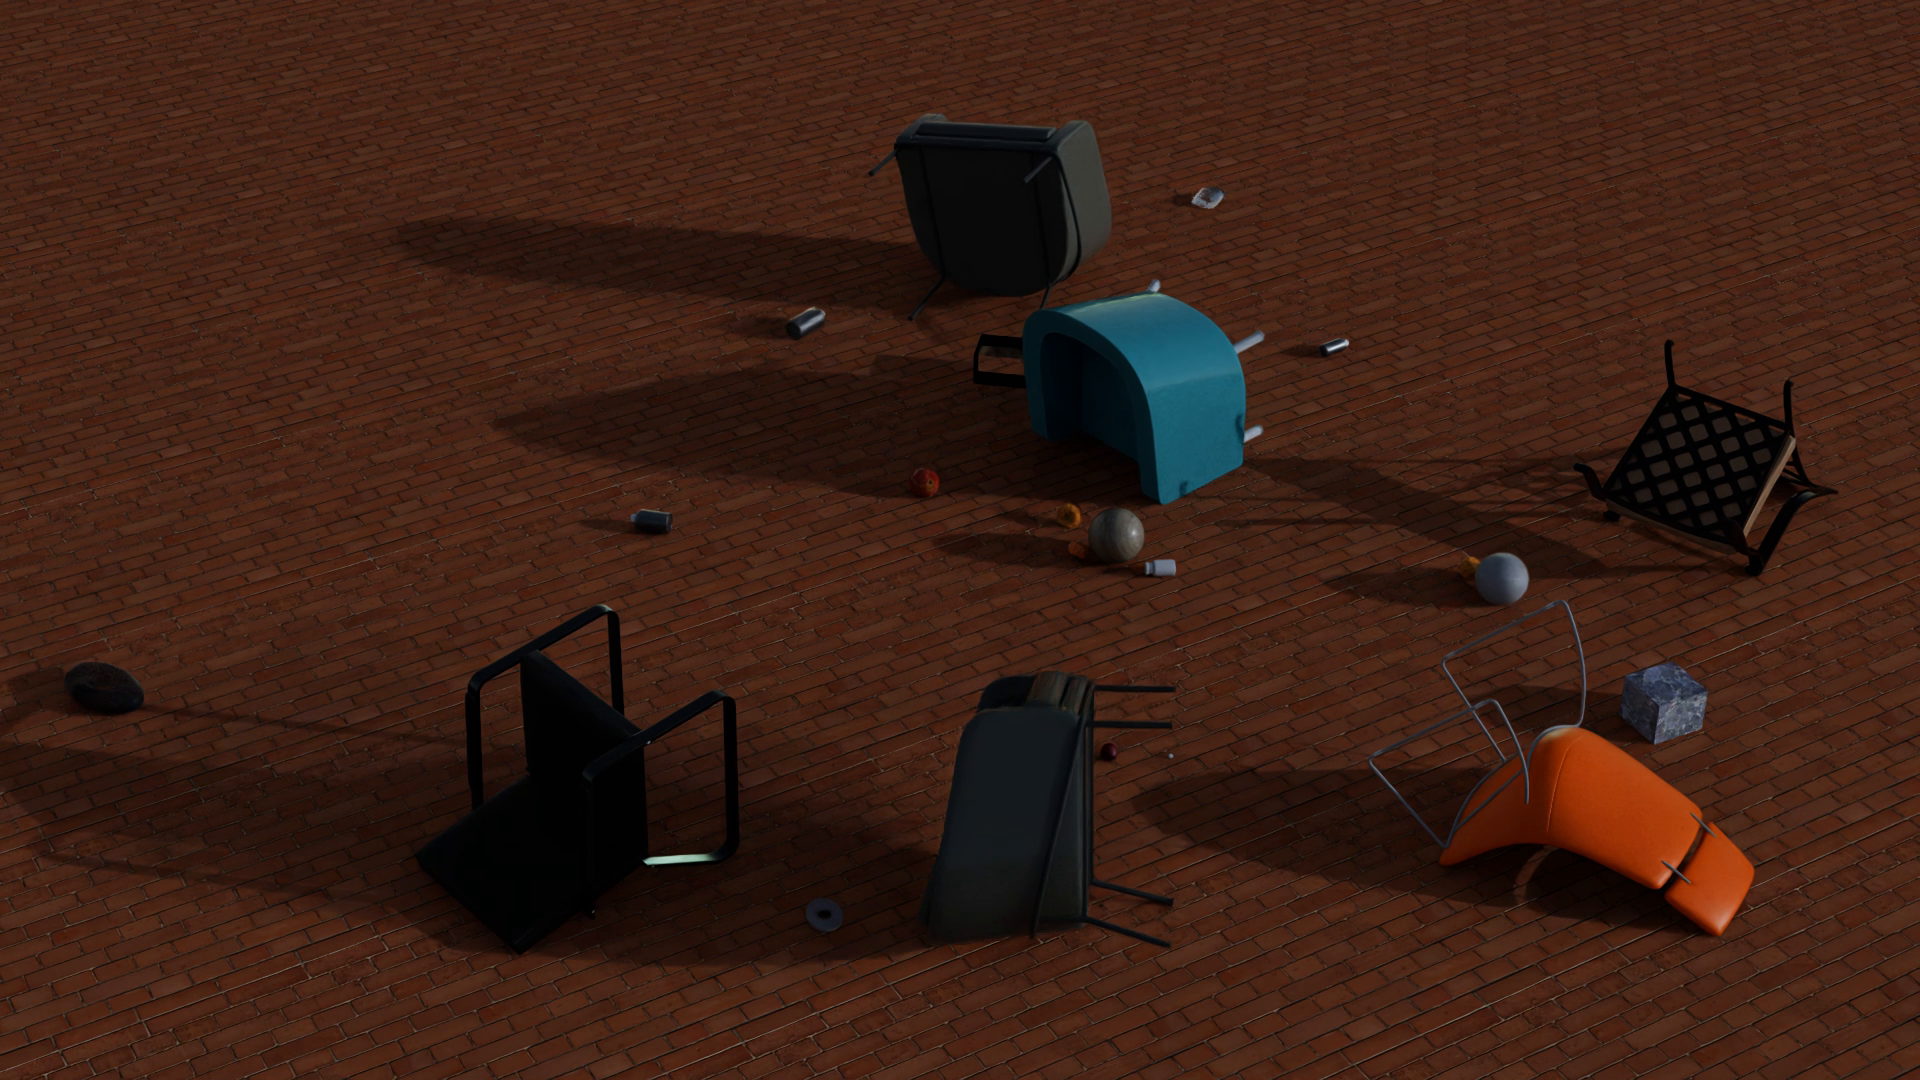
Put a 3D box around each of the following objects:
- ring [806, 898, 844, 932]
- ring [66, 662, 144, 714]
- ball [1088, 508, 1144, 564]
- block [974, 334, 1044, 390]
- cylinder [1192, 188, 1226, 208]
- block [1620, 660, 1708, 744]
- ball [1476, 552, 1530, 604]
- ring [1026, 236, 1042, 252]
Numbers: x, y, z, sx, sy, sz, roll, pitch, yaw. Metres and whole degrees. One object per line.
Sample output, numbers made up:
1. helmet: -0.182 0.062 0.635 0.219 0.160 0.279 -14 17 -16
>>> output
1. ring: -0.423 1.169 9.138 0.116 0.036 0.150 -12 36 -16
2. ring: -2.947 0.509 10.100 0.345 0.082 0.196 22 38 30
3. ball: 0.575 -0.016 10.780 0.209 0.209 0.209 0 33 0
4. block: 0.200 -0.725 11.921 0.262 0.136 0.174 6 34 9
5. cylinder: 1.124 -1.548 13.251 0.121 0.046 0.118 13 35 20
6. block: 2.389 0.552 9.959 0.200 0.162 0.193 -15 36 -21
7. ball: 1.954 0.138 10.561 0.191 0.191 0.191 0 33 0
8. ring: 0.324 -1.303 12.877 0.069 0.050 0.088 -15 38 -25
